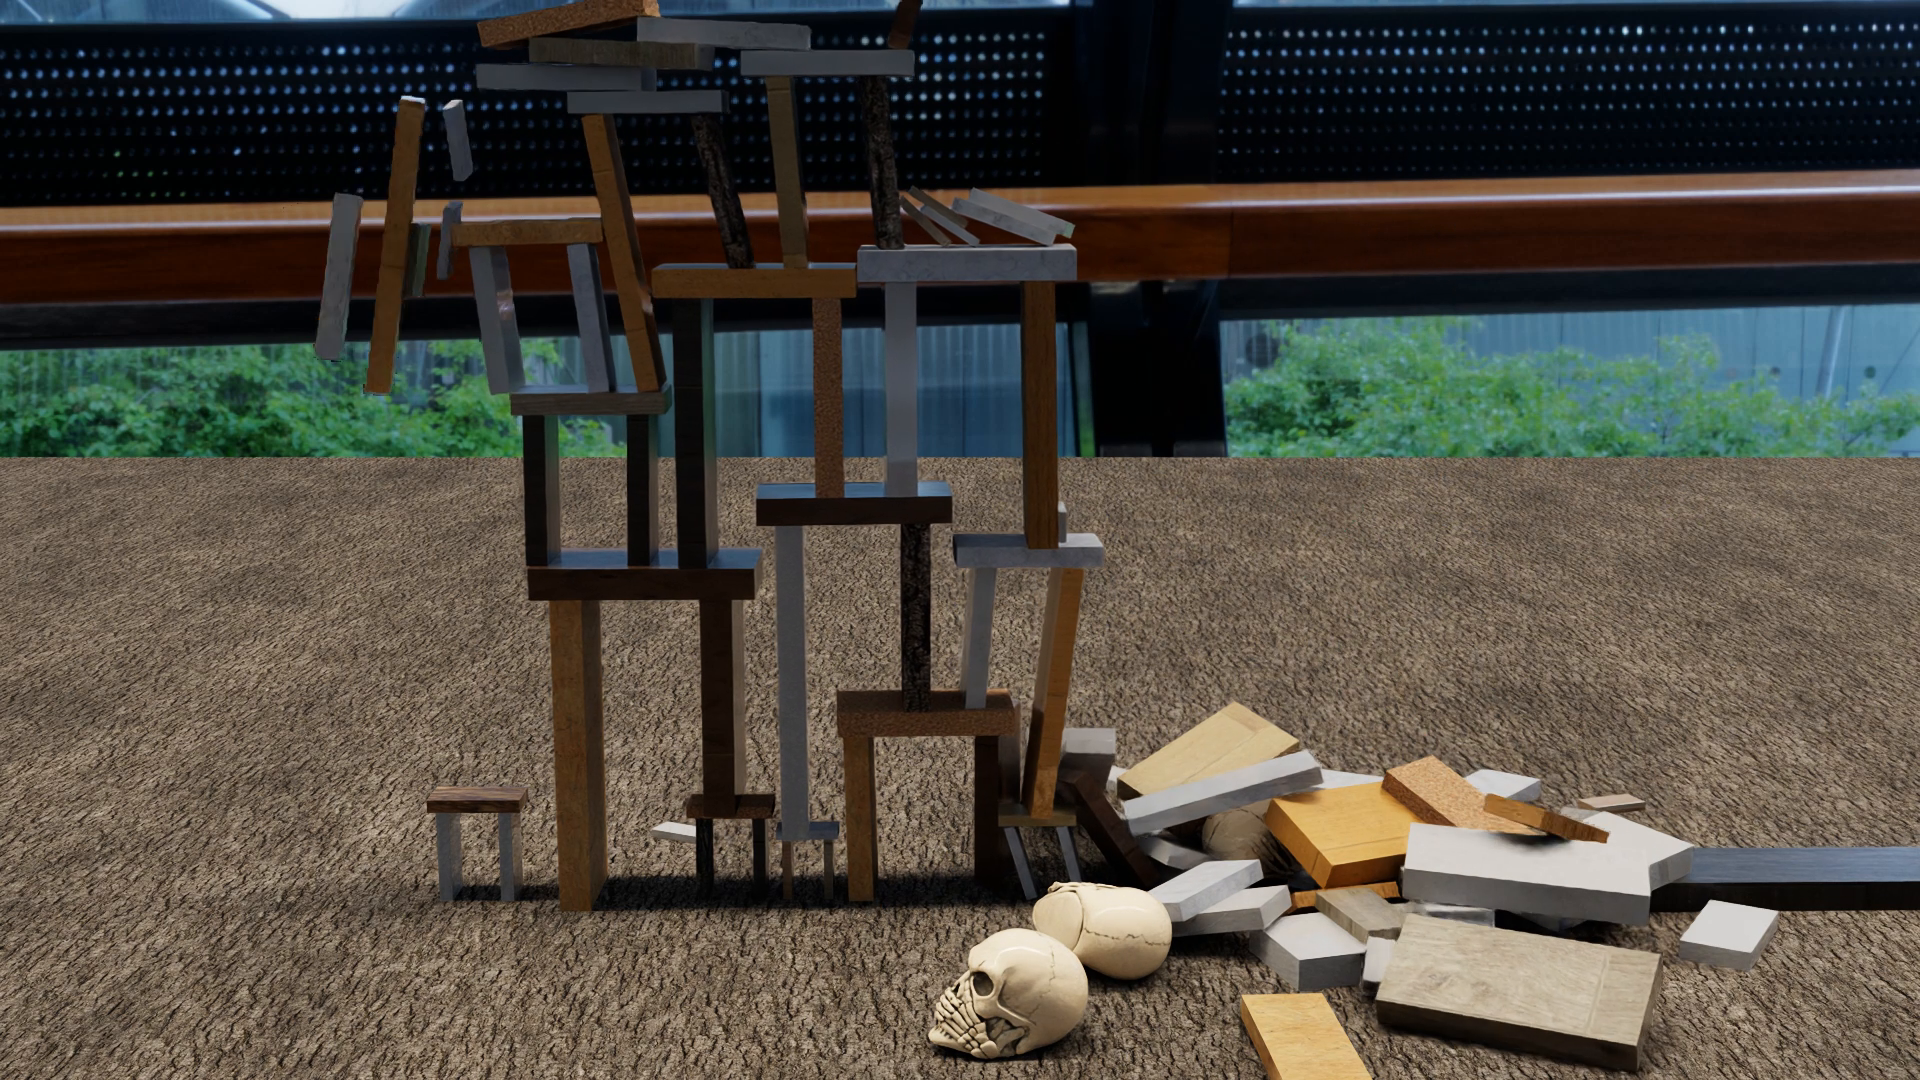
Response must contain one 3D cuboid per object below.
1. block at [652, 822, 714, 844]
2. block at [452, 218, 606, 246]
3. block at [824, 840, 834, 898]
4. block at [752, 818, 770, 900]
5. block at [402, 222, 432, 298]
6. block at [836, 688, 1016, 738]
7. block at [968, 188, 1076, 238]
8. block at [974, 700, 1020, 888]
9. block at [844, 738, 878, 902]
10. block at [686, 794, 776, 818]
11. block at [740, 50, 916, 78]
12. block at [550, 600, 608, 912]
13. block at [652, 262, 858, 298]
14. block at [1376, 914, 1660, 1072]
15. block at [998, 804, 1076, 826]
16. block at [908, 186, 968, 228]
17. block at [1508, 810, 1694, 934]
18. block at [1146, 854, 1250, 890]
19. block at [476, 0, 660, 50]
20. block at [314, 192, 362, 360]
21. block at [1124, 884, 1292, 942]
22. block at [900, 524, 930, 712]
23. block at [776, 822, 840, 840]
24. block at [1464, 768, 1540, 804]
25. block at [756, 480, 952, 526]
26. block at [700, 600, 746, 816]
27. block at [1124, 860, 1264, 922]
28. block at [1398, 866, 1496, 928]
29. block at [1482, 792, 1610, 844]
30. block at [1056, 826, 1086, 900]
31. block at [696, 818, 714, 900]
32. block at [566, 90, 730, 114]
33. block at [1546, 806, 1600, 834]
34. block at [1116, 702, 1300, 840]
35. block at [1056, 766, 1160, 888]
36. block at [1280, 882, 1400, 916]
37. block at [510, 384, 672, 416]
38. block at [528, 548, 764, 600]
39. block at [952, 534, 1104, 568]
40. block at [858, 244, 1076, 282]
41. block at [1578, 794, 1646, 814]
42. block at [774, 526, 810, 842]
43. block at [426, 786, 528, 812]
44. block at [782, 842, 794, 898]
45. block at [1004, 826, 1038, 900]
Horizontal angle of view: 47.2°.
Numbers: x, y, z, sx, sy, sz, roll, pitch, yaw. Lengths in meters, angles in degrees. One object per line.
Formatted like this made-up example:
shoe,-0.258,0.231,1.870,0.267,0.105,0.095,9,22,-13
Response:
block,-0.500,0.528,3.964,0.101,0.014,0.050,5,12,26
block,-0.674,-0.486,3.468,0.231,0.033,0.116,-2,11,-2
block,-0.217,0.540,3.659,0.015,0.103,0.051,0,11,0
block,-0.331,0.521,3.658,0.020,0.140,0.070,0,11,0
block,-0.862,-0.444,3.489,0.016,0.116,0.058,10,10,1
block,-0.059,0.285,3.626,0.287,0.041,0.144,0,11,-3
block,0.099,-0.523,3.517,0.163,0.023,0.081,21,8,9
block,0.064,0.430,3.747,0.041,0.287,0.144,3,11,16
block,-0.165,0.442,3.676,0.041,0.287,0.144,-1,11,1
block,-0.379,0.441,3.645,0.140,0.020,0.070,0,11,0
block,-0.203,-0.740,3.418,0.264,0.037,0.132,0,11,0
block,-0.627,0.334,3.627,0.051,0.518,0.179,0,11,0
block,-0.321,-0.411,3.482,0.315,0.045,0.157,0,11,-1
block,0.787,0.634,3.102,0.358,0.051,0.179,5,36,26
block,0.127,0.456,3.643,0.128,0.018,0.064,0,11,1
block,-0.035,-0.525,3.472,0.102,0.014,0.051,32,6,-10
block,1.010,0.534,3.565,0.349,0.049,0.175,-13,21,-36
block,0.383,0.570,3.693,0.109,0.031,0.219,-5,11,-23
block,-0.604,-0.806,3.410,0.257,0.036,0.129,-10,10,5
block,-0.986,-0.419,3.492,0.036,0.257,0.128,7,5,-13
block,0.388,0.584,3.443,0.234,0.033,0.117,-12,3,31
block,-0.073,0.112,3.596,0.044,0.310,0.155,-1,11,-3
block,-0.253,0.482,3.648,0.103,0.015,0.051,0,11,0
block,0.988,0.484,4.146,0.120,0.034,0.239,8,13,37
block,-0.172,-0.060,3.555,0.310,0.044,0.155,-1,11,-4
block,-0.388,0.255,3.613,0.051,0.358,0.179,0,11,0
block,0.371,0.554,3.472,0.109,0.031,0.219,-11,4,43
block,0.766,0.562,3.468,0.106,0.030,0.211,0,11,0
block,0.942,0.452,3.532,0.106,0.030,0.212,14,-5,46
block,0.186,0.527,3.658,0.018,0.128,0.064,-14,9,7
block,-0.425,0.520,3.659,0.020,0.140,0.070,0,11,0
block,-0.484,-0.684,3.434,0.237,0.034,0.118,0,11,0
block,1.118,0.519,3.999,0.071,0.020,0.141,5,12,27
block,0.435,0.399,3.845,0.302,0.043,0.151,-28,43,-33
block,0.241,0.478,3.674,0.031,0.219,0.109,-38,11,-16
block,0.603,0.581,3.521,0.178,0.025,0.089,-3,-25,-17
block,-0.588,-0.225,3.516,0.242,0.034,0.121,0,11,-2
block,-0.506,0.054,3.574,0.358,0.051,0.179,0,11,-1
block,0.109,0.017,3.570,0.236,0.033,0.118,0,11,-3
block,0.010,-0.440,3.487,0.339,0.048,0.170,0,11,0
block,1.223,0.497,4.128,0.110,0.016,0.055,-4,11,-19
block,-0.274,0.219,3.600,0.044,0.520,0.155,-1,11,-3
block,-0.798,0.430,3.639,0.152,0.022,0.076,0,11,0
block,-0.286,0.540,3.659,0.015,0.103,0.051,0,11,0
block,0.101,0.527,3.656,0.018,0.128,0.064,-17,10,4
